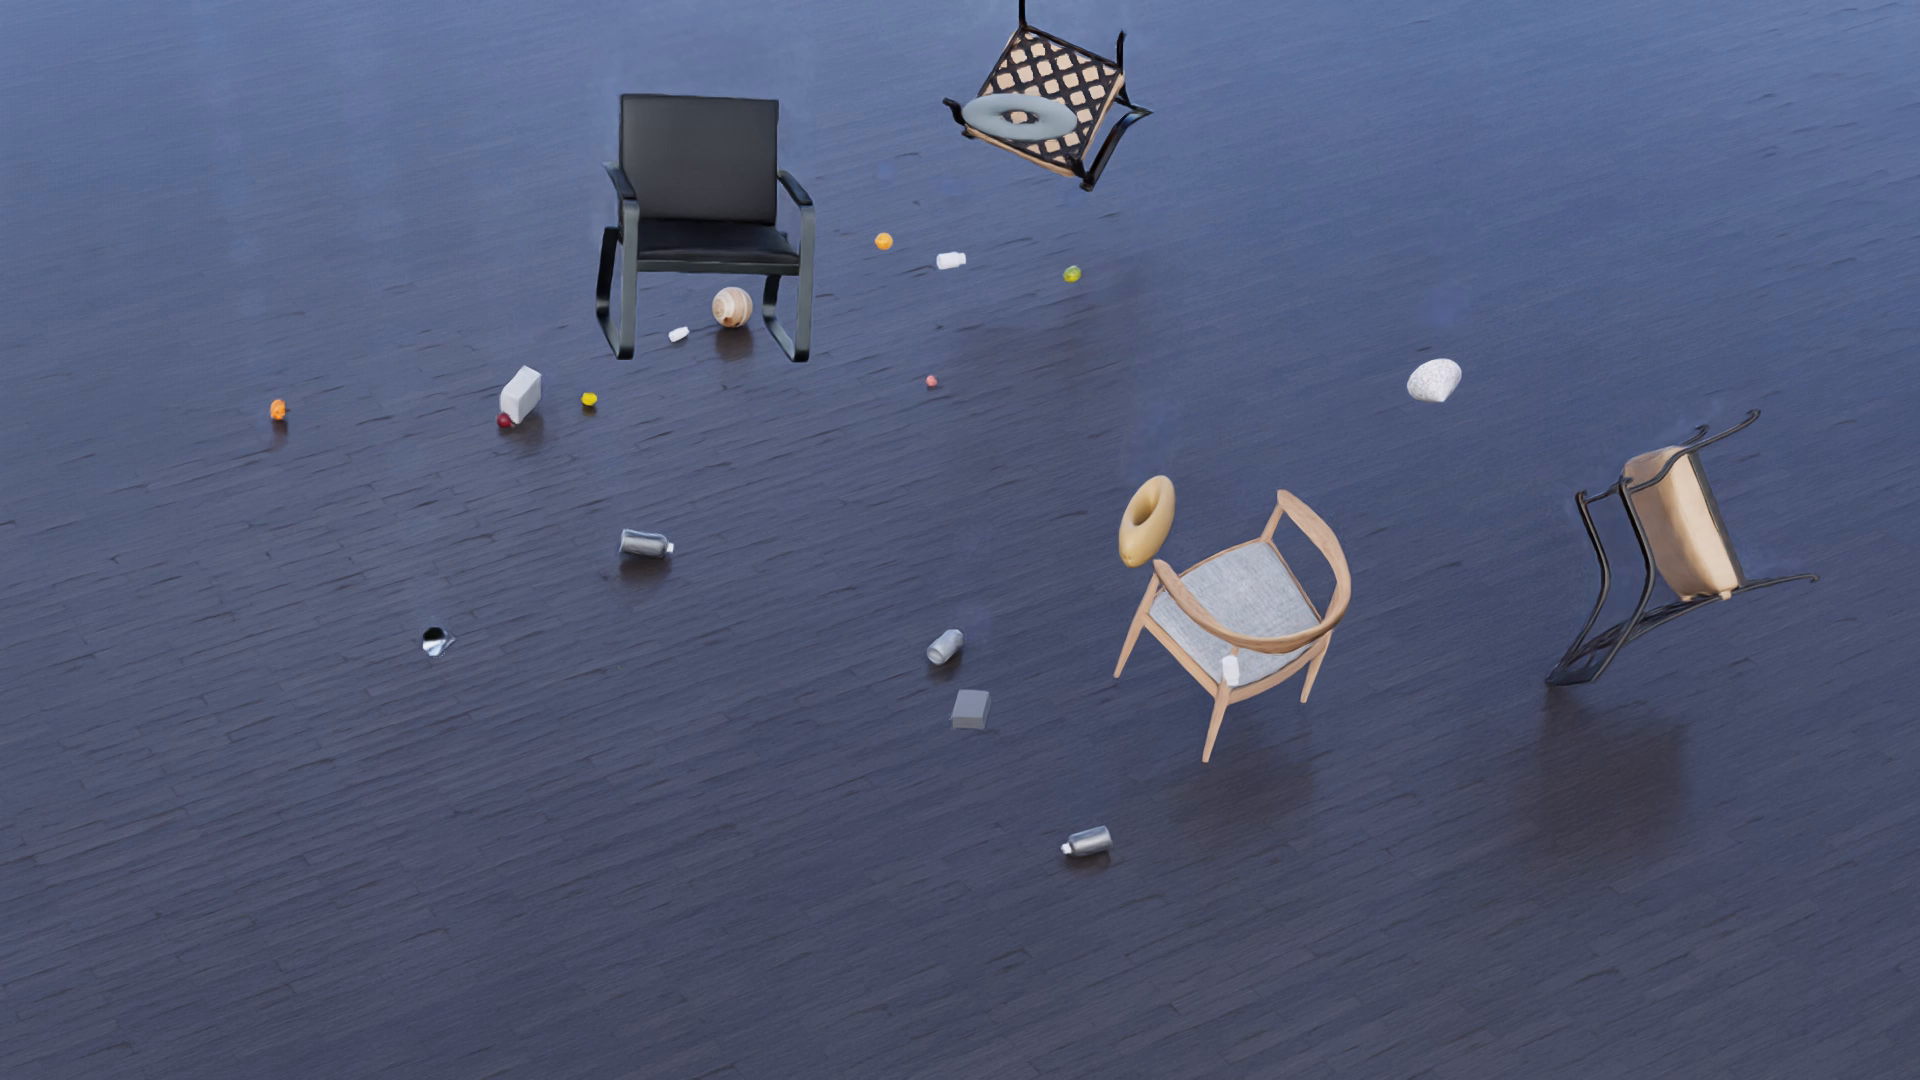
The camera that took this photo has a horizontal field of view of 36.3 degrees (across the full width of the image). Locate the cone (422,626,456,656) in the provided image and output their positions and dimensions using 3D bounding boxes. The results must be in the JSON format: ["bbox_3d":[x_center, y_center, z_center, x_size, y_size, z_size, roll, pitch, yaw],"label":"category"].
[{"bbox_3d":[-1.820,0.353,10.362,0.115,0.113,0.101,-6,64,-58],"label":"cone"}]

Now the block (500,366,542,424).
[{"bbox_3d":[-1.743,-0.576,11.647,0.081,0.143,0.169,24,51,13],"label":"block"}]

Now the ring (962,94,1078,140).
[{"bbox_3d":[0.243,-1.730,11.998,0.483,0.200,0.078,6,33,9],"label":"ring"}]

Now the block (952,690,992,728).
[{"bbox_3d":[0.037,0.540,9.347,0.099,0.050,0.121,1,42,14],"label":"block"}]

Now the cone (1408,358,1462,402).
[{"bbox_3d":[1.798,-0.559,11.006,0.207,0.215,0.123,15,38,-23],"label":"cone"}]

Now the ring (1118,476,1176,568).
[{"bbox_3d":[0.647,-0.066,10.127,0.150,0.147,0.435,7,41,22],"label":"ring"}]

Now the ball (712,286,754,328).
[{"bbox_3d":[-0.952,-0.974,12.266,0.172,0.172,0.172,0,33,0],"label":"ball"}]
